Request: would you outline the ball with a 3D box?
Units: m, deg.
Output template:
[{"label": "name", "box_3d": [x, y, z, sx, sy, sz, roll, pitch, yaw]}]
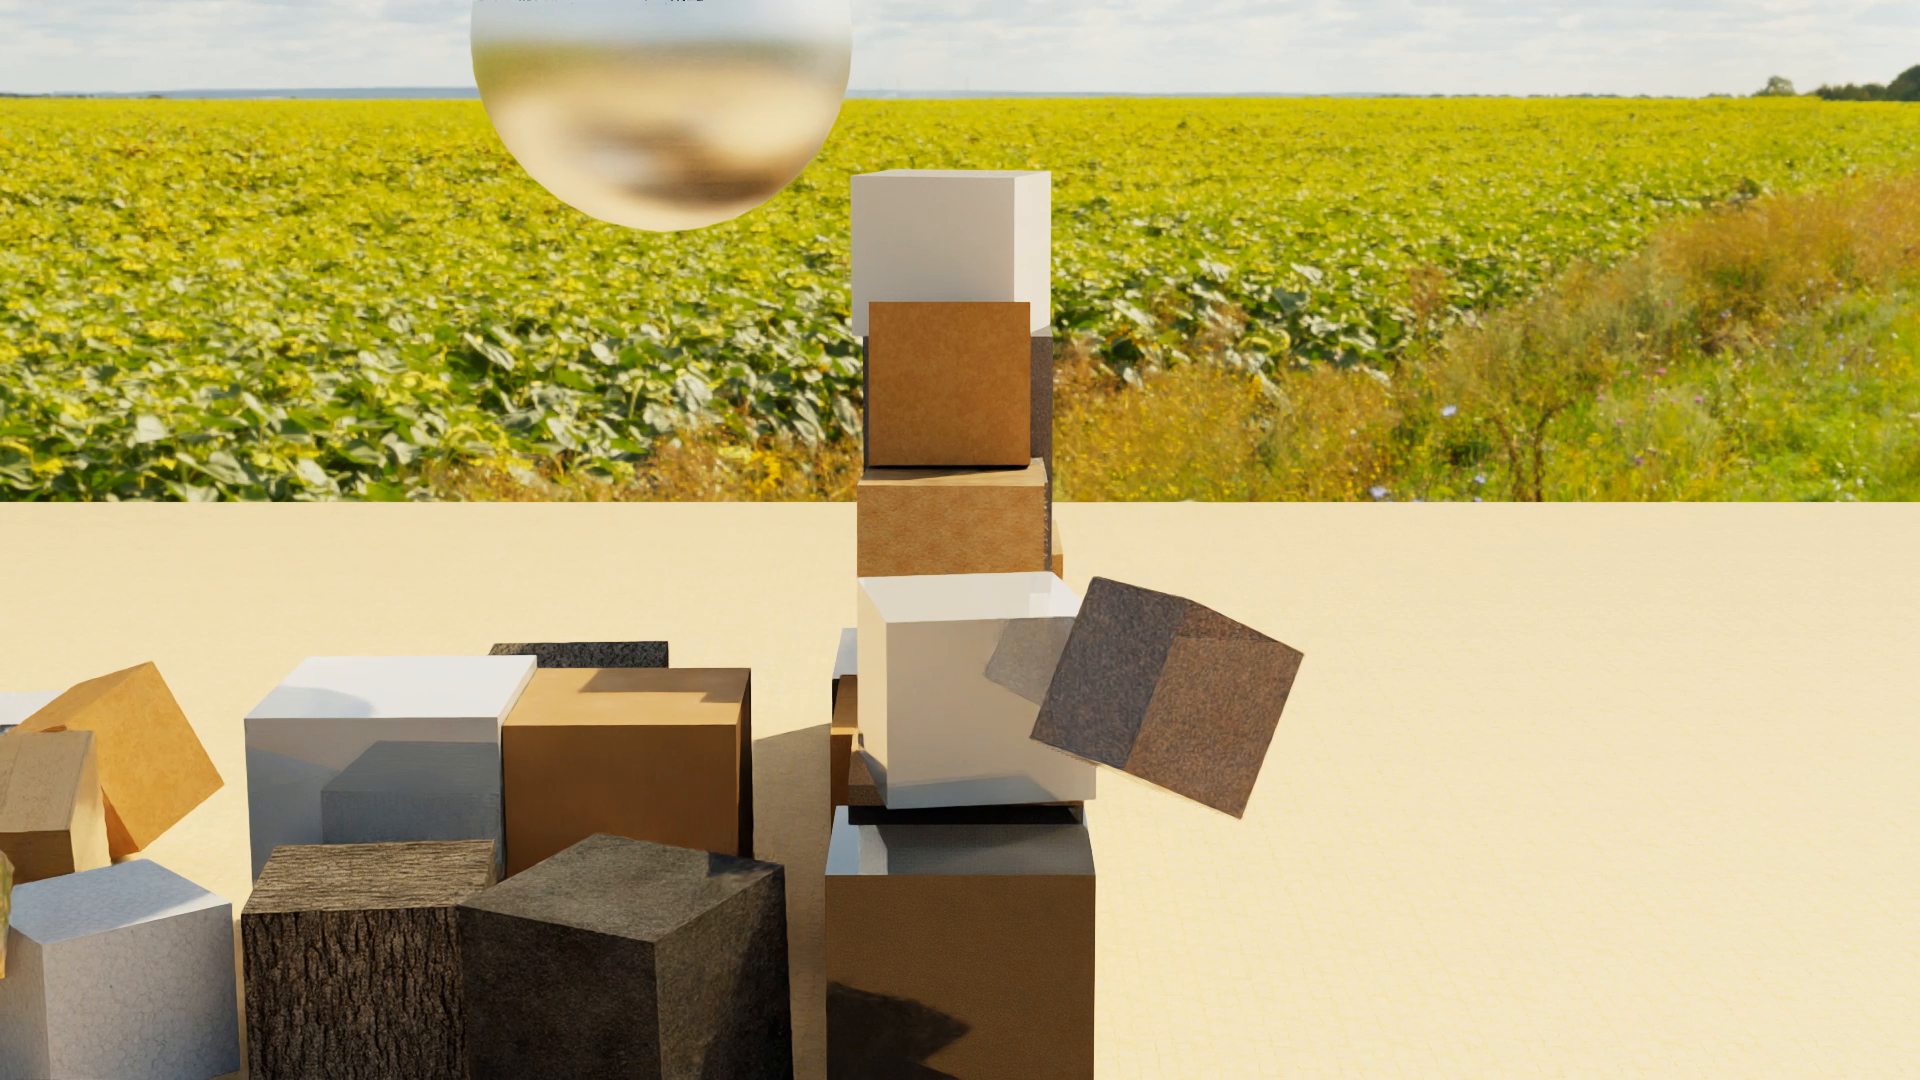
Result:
[{"label": "ball", "box_3d": [-1.251, -2.103, 10.798, 1.600, 1.600, 1.600, 0, 10, 0]}]

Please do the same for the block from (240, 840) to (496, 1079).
[{"label": "block", "box_3d": [-2.100, 1.532, 9.244, 0.804, 0.679, 0.784, -1, 10, -6]}]

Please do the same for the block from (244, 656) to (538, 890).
[{"label": "block", "box_3d": [-2.269, 1.113, 10.445, 0.969, 1.072, 1.058, 0, 10, -1]}]

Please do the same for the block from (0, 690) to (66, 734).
[{"label": "block", "box_3d": [-4.280, 1.065, 12.089, 0.680, 0.578, 0.633, -2, 10, -10]}]

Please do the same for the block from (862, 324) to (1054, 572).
[{"label": "block", "box_3d": [-0.009, -0.495, 12.898, 0.914, 1.165, 0.984, 0, 11, 0]}]

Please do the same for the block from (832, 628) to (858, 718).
[{"label": "block", "box_3d": [-0.006, 0.958, 11.742, 1.101, 0.914, 1.040, 0, 10, 0]}]

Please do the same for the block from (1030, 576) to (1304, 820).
[{"label": "block", "box_3d": [0.680, 0.515, 8.479, 0.517, 0.584, 0.550, 25, -6, -32]}]

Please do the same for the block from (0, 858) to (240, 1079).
[{"label": "block", "box_3d": [-3.054, 1.579, 9.135, 0.683, 0.625, 0.699, -9, 14, -41]}]

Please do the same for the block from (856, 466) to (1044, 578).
[{"label": "block", "box_3d": [-0.029, 0.145, 11.164, 0.783, 0.861, 0.792, 0, 8, 2]}]

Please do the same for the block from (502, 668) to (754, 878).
[{"label": "block", "box_3d": [-1.330, 1.130, 10.510, 0.901, 1.016, 0.969, 0, 10, -1]}]

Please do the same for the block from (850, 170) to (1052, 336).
[{"label": "block", "box_3d": [-0.035, -1.407, 12.532, 0.804, 0.762, 0.761, 3, 11, 15]}]

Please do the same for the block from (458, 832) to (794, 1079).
[{"label": "block", "box_3d": [-1.092, 1.550, 8.513, 0.770, 0.864, 0.753, 6, 15, 28]}]

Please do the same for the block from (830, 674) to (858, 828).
[{"label": "block", "box_3d": [-0.017, 1.134, 10.717, 0.998, 0.934, 1.028, 0, 10, 0]}]

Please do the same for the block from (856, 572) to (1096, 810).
[{"label": "block", "box_3d": [0.047, 0.532, 9.388, 0.748, 0.669, 0.816, -2, 10, -9]}]

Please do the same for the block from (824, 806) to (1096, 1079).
[{"label": "block", "box_3d": [0.001, 1.473, 8.981, 0.899, 0.888, 0.820, 0, 10, 0]}]

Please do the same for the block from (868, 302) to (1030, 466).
[{"label": "block", "box_3d": [-0.050, -0.704, 11.705, 0.711, 0.719, 0.816, 0, 2, -1]}]

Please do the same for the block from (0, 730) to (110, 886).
[{"label": "block", "box_3d": [-3.731, 1.269, 9.903, 0.738, 0.788, 0.694, -2, 28, -10]}]

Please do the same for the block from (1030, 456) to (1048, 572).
[{"label": "block", "box_3d": [0.007, 0.049, 12.019, 0.779, 0.773, 0.927, 0, 9, 0]}]

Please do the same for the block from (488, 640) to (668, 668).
[{"label": "block", "box_3d": [-1.705, 1.003, 11.414, 0.790, 0.942, 0.826, -1, 10, -3]}]

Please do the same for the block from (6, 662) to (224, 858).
[{"label": "block", "box_3d": [-3.798, 1.005, 11.433, 0.560, 0.653, 0.560, -15, 18, 34]}]

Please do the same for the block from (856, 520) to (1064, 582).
[{"label": "block", "box_3d": [0.001, 0.521, 13.634, 1.049, 1.097, 1.035, 0, 10, 0]}]

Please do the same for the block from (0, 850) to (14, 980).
[{"label": "block", "box_3d": [-3.662, 1.178, 8.553, 0.654, 0.690, 0.824, -30, 25, -6]}]

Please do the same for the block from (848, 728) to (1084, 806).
[{"label": "block", "box_3d": [0.015, 1.288, 9.792, 0.855, 0.963, 0.821, 0, 10, -1]}]
